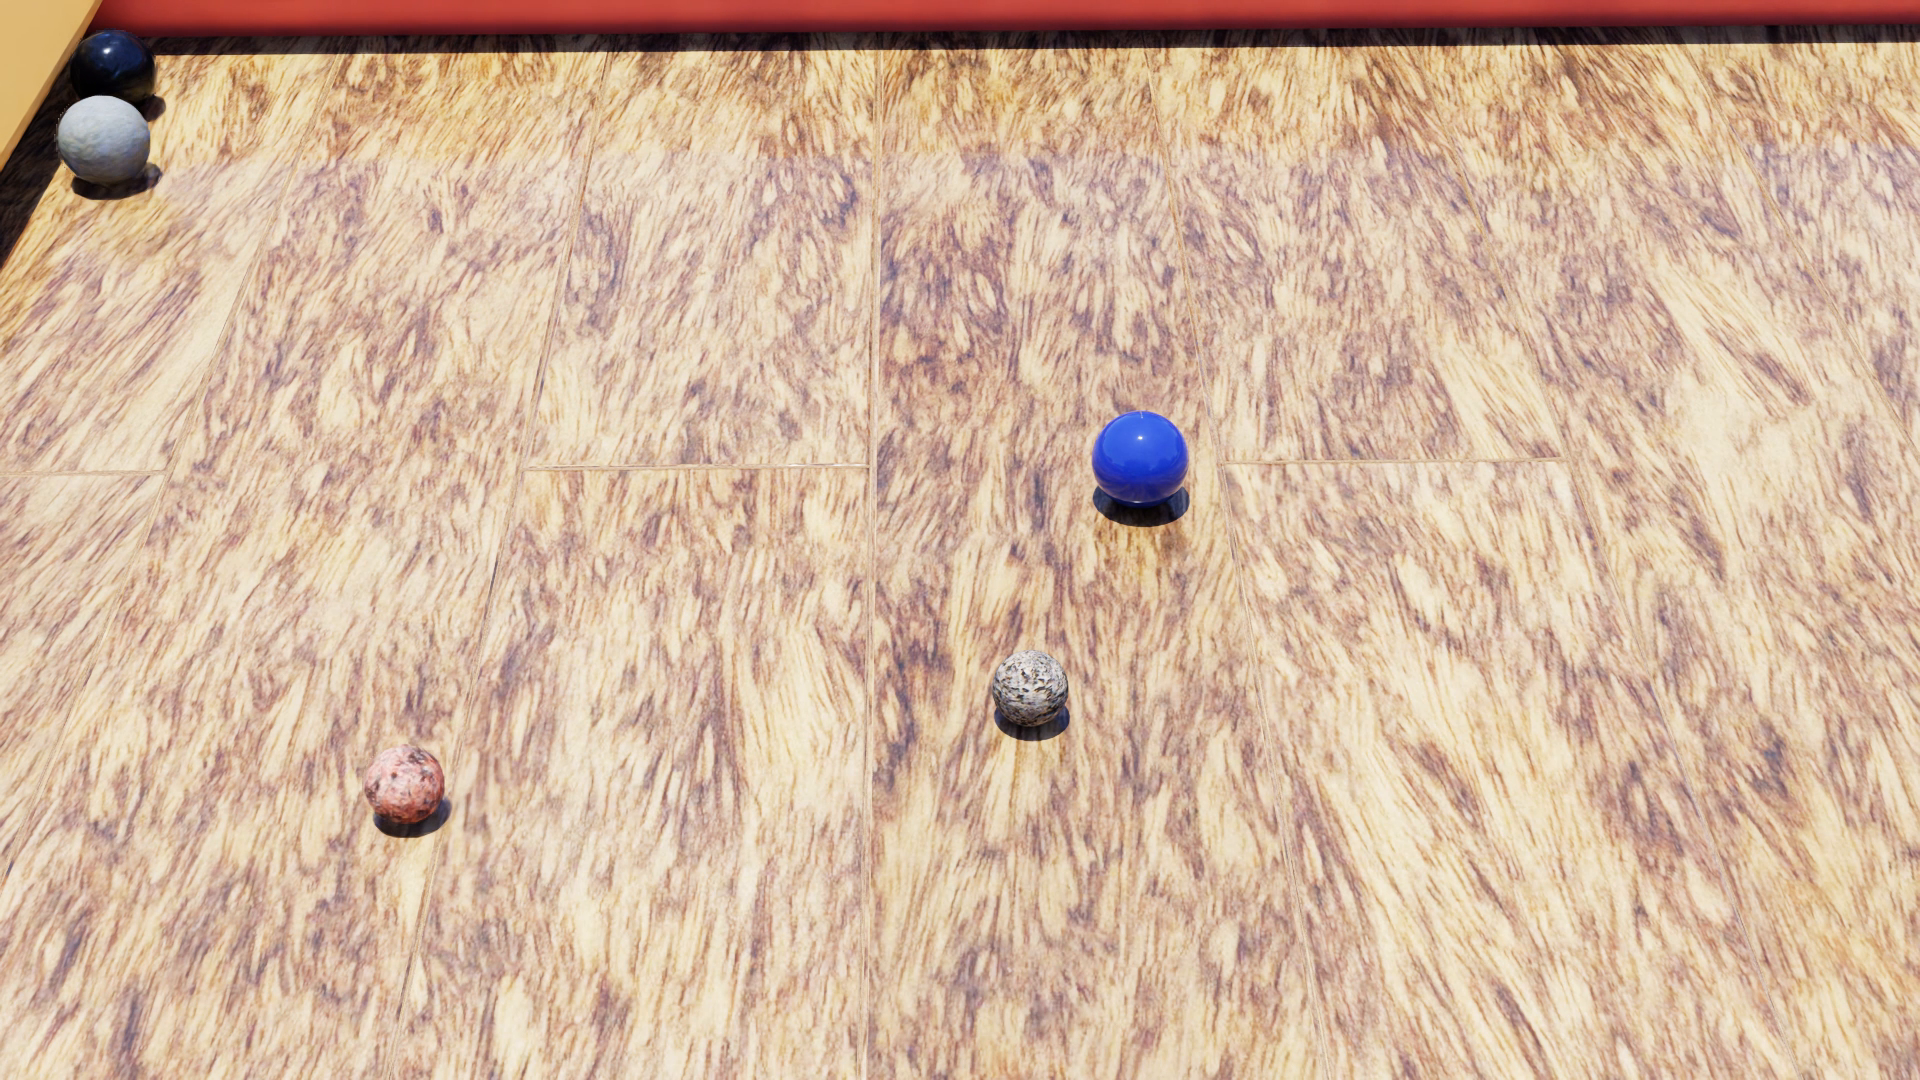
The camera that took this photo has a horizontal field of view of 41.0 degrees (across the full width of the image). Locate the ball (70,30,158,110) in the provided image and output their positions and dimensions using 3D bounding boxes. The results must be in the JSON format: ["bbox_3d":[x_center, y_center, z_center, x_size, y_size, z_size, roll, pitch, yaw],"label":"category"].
[{"bbox_3d":[-0.748,-0.412,2.267,0.074,0.074,0.074,0,36,0],"label":"ball"}]

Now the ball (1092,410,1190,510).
[{"bbox_3d":[0.125,-0.056,1.778,0.068,0.068,0.068,0,36,0],"label":"ball"}]

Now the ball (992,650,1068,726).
[{"bbox_3d":[0.044,0.092,1.592,0.048,0.048,0.048,0,36,0],"label":"ball"}]

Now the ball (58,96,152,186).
[{"bbox_3d":[-0.720,-0.336,2.160,0.075,0.075,0.075,0,36,0],"label":"ball"}]

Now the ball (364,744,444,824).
[{"bbox_3d":[-0.329,0.145,1.520,0.047,0.047,0.047,0,36,0],"label":"ball"}]

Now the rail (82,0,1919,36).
[{"bbox_3d":[0.799,-0.528,2.380,3.252,0.126,0.045,-1,36,-1],"label":"rail"}]

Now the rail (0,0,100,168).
[{"bbox_3d":[-0.789,-0.018,1.676,0.045,0.126,1.731,-1,36,-1],"label":"rail"}]
